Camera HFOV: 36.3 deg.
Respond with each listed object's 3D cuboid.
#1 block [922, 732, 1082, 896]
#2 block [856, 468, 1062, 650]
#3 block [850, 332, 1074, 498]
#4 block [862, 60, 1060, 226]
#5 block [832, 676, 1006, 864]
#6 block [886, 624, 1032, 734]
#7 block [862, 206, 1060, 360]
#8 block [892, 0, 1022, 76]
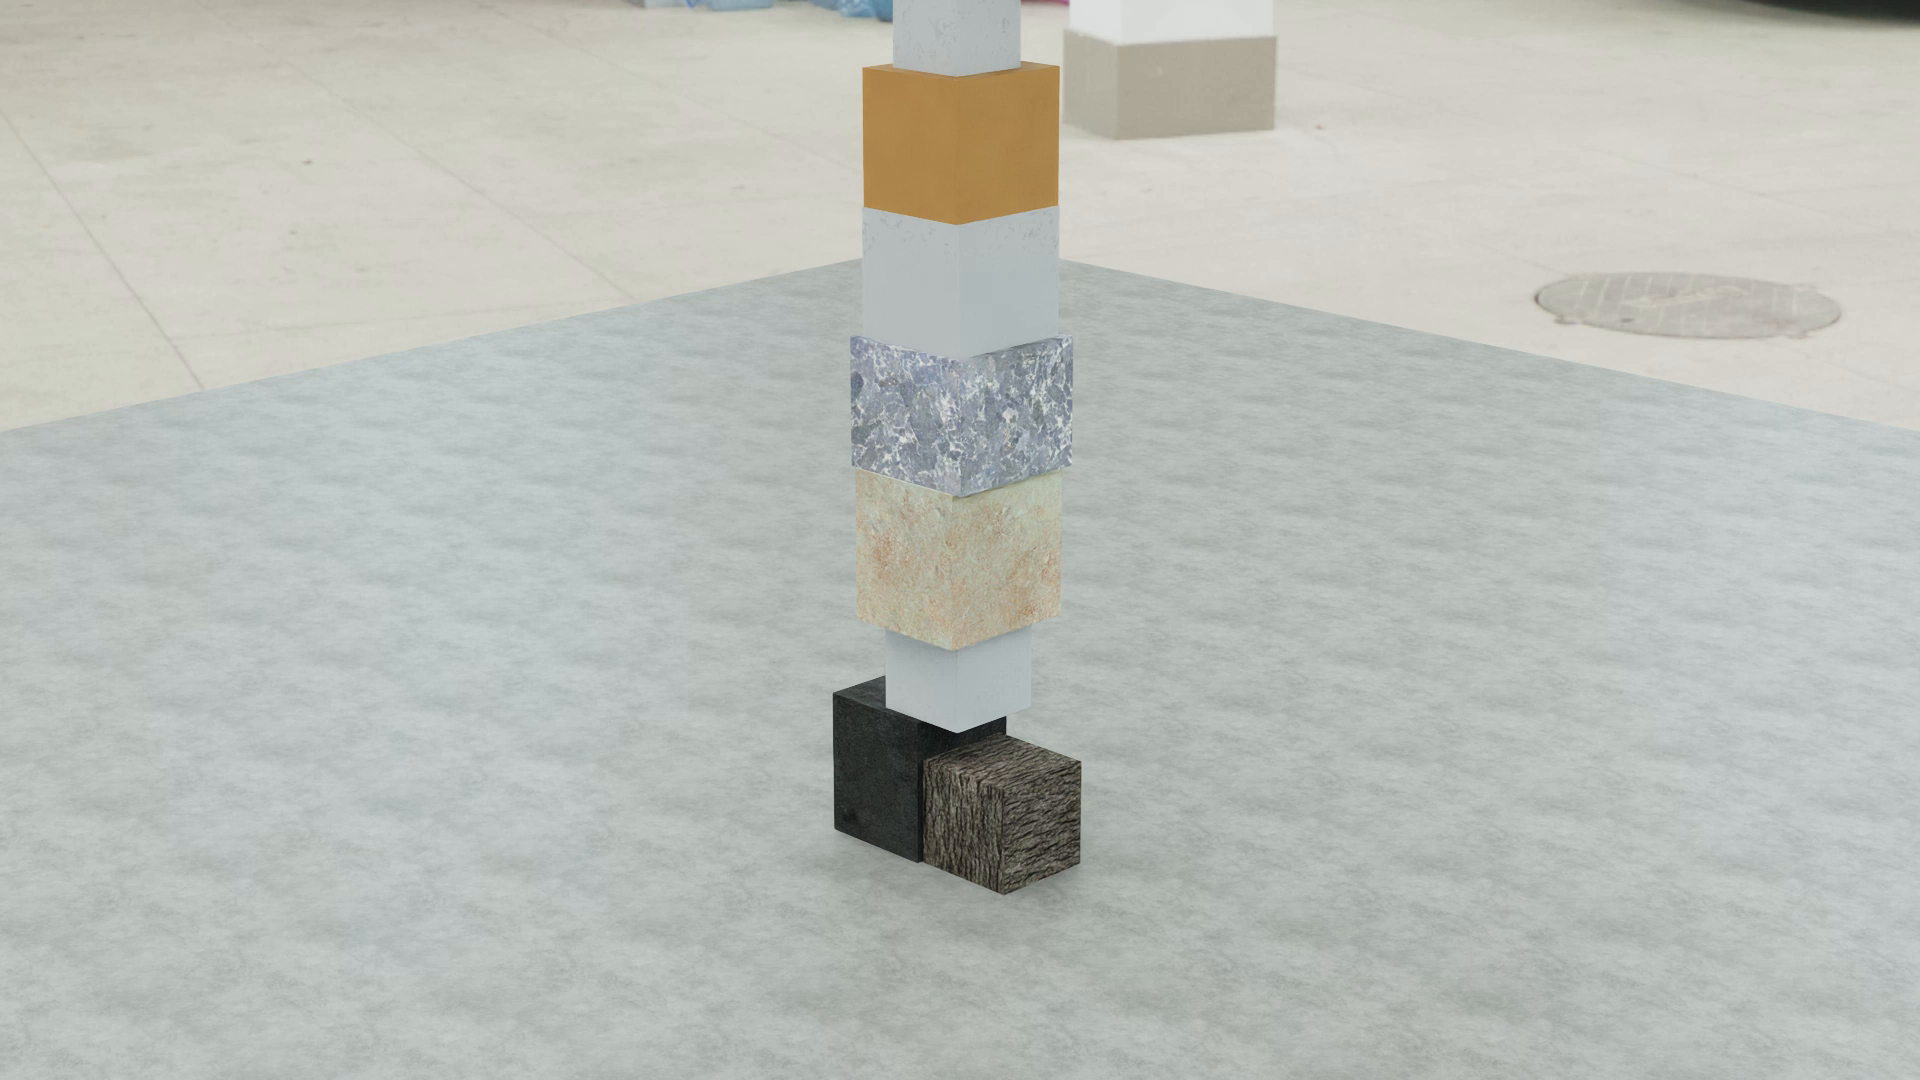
[{"bbox_3d":[0.194,1.254,13.509,0.505,0.507,0.523,-17,24,-42],"label":"block"},{"bbox_3d":[-0.004,0.010,13.340,0.705,0.717,0.617,-17,24,-42],"label":"block"},{"bbox_3d":[0.008,-0.622,13.154,0.710,0.600,0.697,-17,24,-42],"label":"block"},{"bbox_3d":[0.005,-1.759,12.794,0.635,0.611,0.575,-17,24,-42],"label":"block"},{"bbox_3d":[-0.190,1.045,13.866,0.588,0.691,0.570,-17,24,-42],"label":"block"},{"bbox_3d":[-0.007,0.563,13.511,0.482,0.441,0.469,-17,24,-42],"label":"block"},{"bbox_3d":[0.004,-1.187,12.972,0.630,0.587,0.600,-17,24,-42],"label":"block"},{"bbox_3d":[-0.013,-2.219,12.630,0.392,0.364,0.389,-17,24,-42],"label":"block"}]
